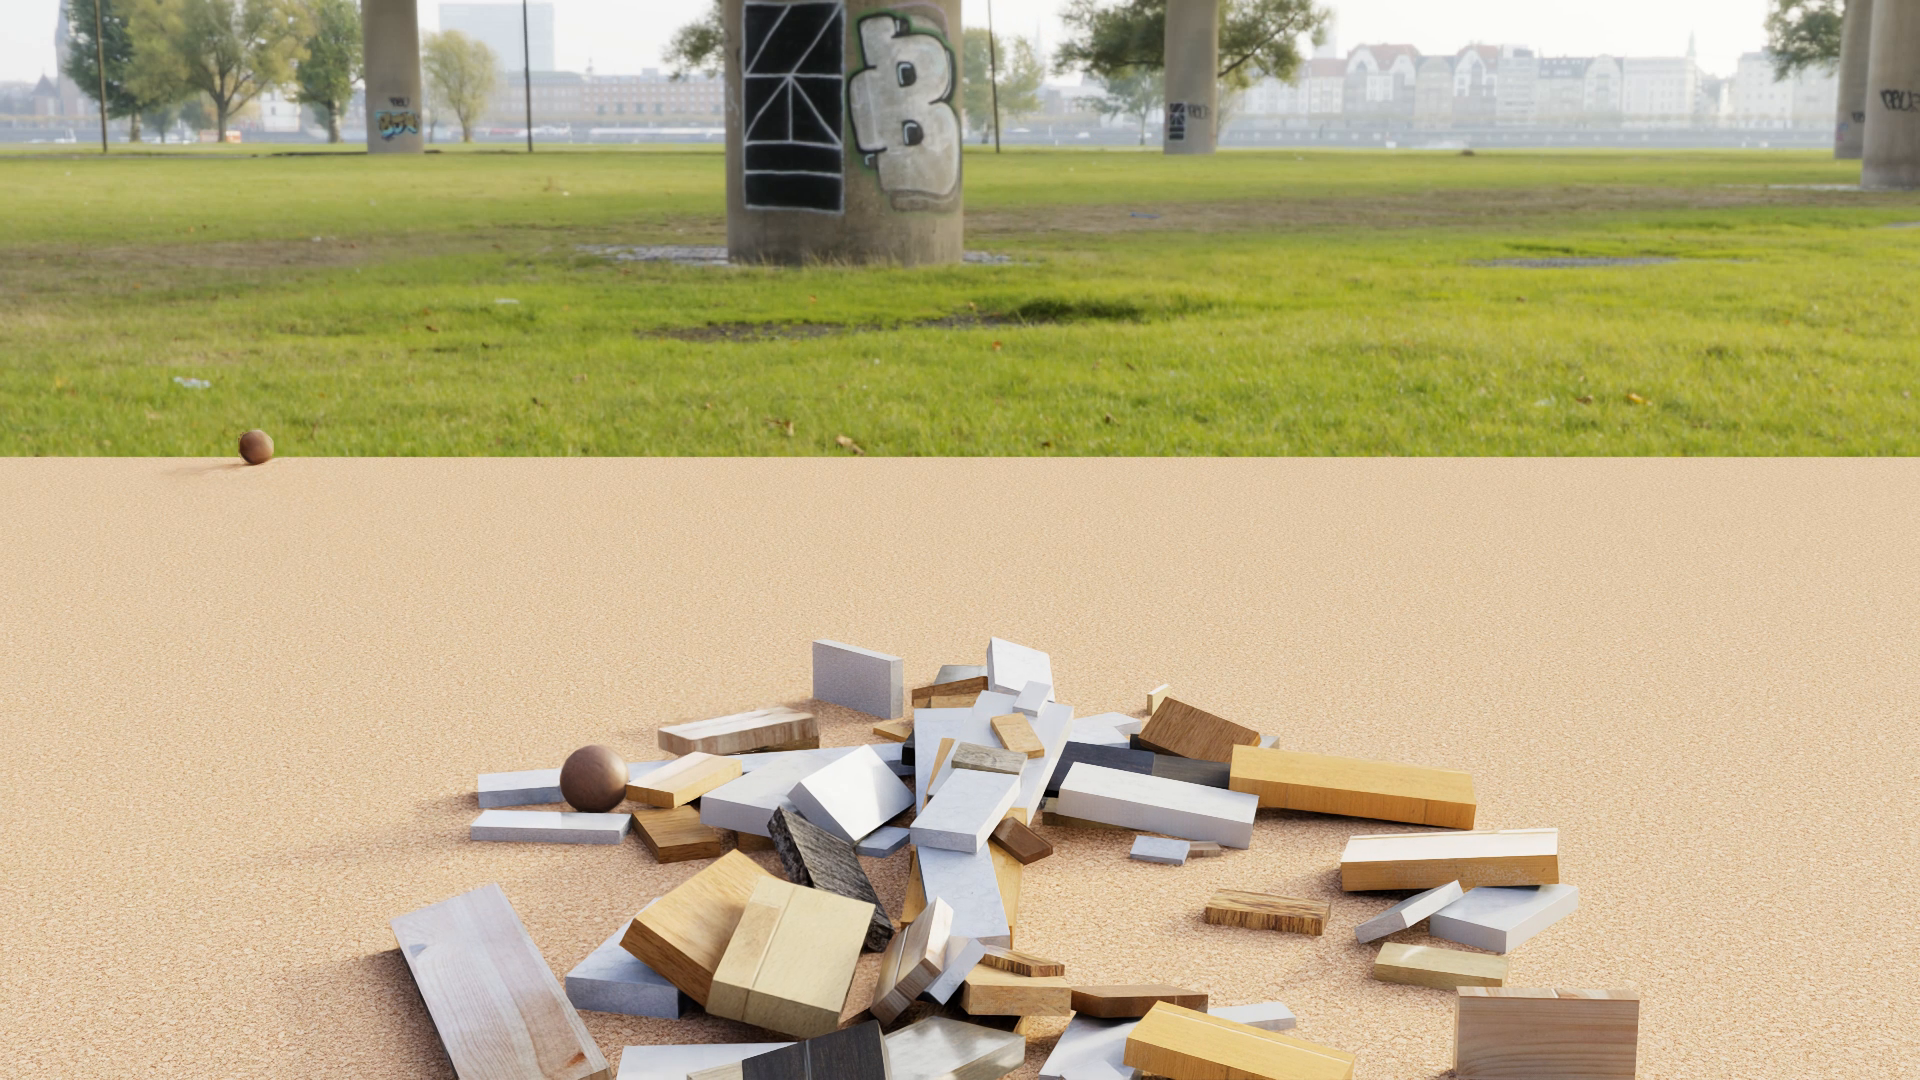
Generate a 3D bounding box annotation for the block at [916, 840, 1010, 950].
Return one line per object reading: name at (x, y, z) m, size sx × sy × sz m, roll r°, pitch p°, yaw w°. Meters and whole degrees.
block at (0.002, 0.553, 3.442) m, size 0.113 × 0.032 × 0.288 m, roll -4°, pitch 25°, yaw -6°

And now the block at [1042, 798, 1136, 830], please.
block at (0.247, 0.505, 4.057) m, size 0.180 × 0.026 × 0.090 m, roll 2°, pitch 11°, yaw 9°

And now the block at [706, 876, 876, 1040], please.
block at (-0.238, 0.600, 3.172) m, size 0.180 × 0.051 × 0.359 m, roll 14°, pitch 15°, yaw 2°

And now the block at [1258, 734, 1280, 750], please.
block at (0.553, 0.419, 4.516) m, size 0.188 × 0.027 × 0.094 m, roll 4°, pitch 11°, yaw 22°

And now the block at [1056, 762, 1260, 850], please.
block at (0.362, 0.481, 4.000) m, size 0.347 × 0.049 × 0.174 m, roll 10°, pitch 12°, yaw 10°

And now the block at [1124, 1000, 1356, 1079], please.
block at (0.372, 0.691, 2.923) m, size 0.278 × 0.039 × 0.139 m, roll 12°, pitch 13°, yaw 20°

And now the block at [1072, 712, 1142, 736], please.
block at (0.233, 0.404, 4.600) m, size 0.307 × 0.026 × 0.090 m, roll -8°, pitch 13°, yaw -35°

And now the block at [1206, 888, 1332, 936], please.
block at (0.498, 0.599, 3.546) m, size 0.187 × 0.027 × 0.094 m, roll 3°, pitch 11°, yaw 18°

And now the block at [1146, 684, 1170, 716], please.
block at (0.436, 0.351, 4.826) m, size 0.014 × 0.048 × 0.095 m, roll 6°, pitch 12°, yaw 28°

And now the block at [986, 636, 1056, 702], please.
block at (0.123, 0.279, 4.507) m, size 0.127 × 0.036 × 0.254 m, roll 17°, pitch 18°, yaw -7°

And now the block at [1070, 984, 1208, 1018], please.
block at (0.245, 0.652, 3.113) m, size 0.195 × 0.028 × 0.098 m, roll 7°, pitch -5°, yaw -35°

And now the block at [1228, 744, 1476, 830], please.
block at (0.730, 0.460, 4.111) m, size 0.446 × 0.049 × 0.174 m, roll 6°, pitch 16°, yaw 8°

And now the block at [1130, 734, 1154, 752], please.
block at (0.468, 0.418, 4.433) m, size 0.228 × 0.032 × 0.114 m, roll 5°, pitch -2°, yaw 23°

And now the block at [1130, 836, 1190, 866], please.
block at (0.349, 0.542, 3.841) m, size 0.094 × 0.013 × 0.047 m, roll 4°, pitch 36°, yaw 21°

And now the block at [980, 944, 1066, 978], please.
block at (0.074, 0.607, 3.171) m, size 0.057 × 0.016 × 0.187 m, roll 4°, pitch -3°, yaw -32°

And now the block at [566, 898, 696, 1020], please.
block at (-0.444, 0.628, 3.329) m, size 0.173 × 0.049 × 0.346 m, roll 3°, pitch 11°, yaw 14°

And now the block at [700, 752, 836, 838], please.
block at (-0.309, 0.466, 4.029) m, size 0.180 × 0.051 × 0.359 m, roll 8°, pitch 10°, yaw 21°

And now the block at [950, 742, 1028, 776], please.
block at (0.051, 0.381, 3.794) m, size 0.121 × 0.017 × 0.060 m, roll 9°, pitch 29°, yaw 13°

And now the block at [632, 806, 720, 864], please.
block at (-0.509, 0.525, 3.933) m, size 0.109 × 0.031 × 0.218 m, roll -4°, pitch 11°, yaw -20°

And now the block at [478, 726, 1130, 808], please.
block at (-0.294, 0.443, 4.318) m, size 1.275 × 0.032 × 0.114 m, roll -3°, pitch 11°, yaw -12°

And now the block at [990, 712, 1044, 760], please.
block at (0.101, 0.348, 3.892) m, size 0.060 × 0.017 × 0.121 m, roll -7°, pitch 30°, yaw -16°

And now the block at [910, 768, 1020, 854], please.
block at (0.010, 0.443, 3.619) m, size 0.113 × 0.032 × 0.227 m, roll 5°, pitch 20°, yaw 19°

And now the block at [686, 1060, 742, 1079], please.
block at (-0.223, 0.688, 2.879) m, size 0.267 × 0.017 × 0.058 m, roll -6°, pitch 12°, yaw -30°

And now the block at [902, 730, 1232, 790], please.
block at (0.215, 0.434, 4.247) m, size 0.643 × 0.037 × 0.130 m, roll 6°, pitch 16°, yaw 9°

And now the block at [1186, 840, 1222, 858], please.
block at (0.409, 0.545, 3.875) m, size 0.095 × 0.013 × 0.047 m, roll -1°, pitch 11°, yaw -4°

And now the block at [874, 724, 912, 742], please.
block at (0.015, 0.438, 4.449) m, size 0.050 × 0.014 × 0.558 m, roll -9°, pitch 14°, yaw -39°

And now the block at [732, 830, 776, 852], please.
block at (-0.359, 0.514, 3.995) m, size 0.109 × 0.031 × 0.218 m, roll -2°, pitch 11°, yaw -11°

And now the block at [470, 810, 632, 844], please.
block at (-0.738, 0.519, 3.977) m, size 0.272 × 0.027 × 0.094 m, roll 1°, pitch 11°, yaw 5°

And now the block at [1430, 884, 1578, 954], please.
block at (0.877, 0.596, 3.535) m, size 0.131 × 0.037 × 0.261 m, roll 9°, pitch 14°, yaw 39°

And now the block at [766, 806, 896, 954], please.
block at (-0.216, 0.548, 3.592) m, size 0.144 × 0.041 × 0.439 m, roll 30°, pitch 3°, yaw -16°

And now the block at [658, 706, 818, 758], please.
block at (-0.448, 0.389, 4.441) m, size 0.287 × 0.041 × 0.144 m, roll -8°, pitch 9°, yaw -34°

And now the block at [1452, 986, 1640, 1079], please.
block at (0.785, 0.664, 2.950) m, size 0.236 × 0.118 × 0.033 m, roll 1°, pitch 11°, yaw 3°

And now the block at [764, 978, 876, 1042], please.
block at (-0.180, 0.675, 3.135) m, size 0.098 × 0.028 × 0.195 m, roll 7°, pitch 13°, yaw 33°

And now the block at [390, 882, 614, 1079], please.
block at (-0.659, 0.651, 3.102) m, size 0.173 × 0.049 × 0.754 m, roll -18°, pitch 16°, yaw -19°

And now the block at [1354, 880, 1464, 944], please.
block at (0.712, 0.589, 3.484) m, size 0.094 × 0.027 × 0.187 m, roll -30°, pitch -12°, yaw 39°
